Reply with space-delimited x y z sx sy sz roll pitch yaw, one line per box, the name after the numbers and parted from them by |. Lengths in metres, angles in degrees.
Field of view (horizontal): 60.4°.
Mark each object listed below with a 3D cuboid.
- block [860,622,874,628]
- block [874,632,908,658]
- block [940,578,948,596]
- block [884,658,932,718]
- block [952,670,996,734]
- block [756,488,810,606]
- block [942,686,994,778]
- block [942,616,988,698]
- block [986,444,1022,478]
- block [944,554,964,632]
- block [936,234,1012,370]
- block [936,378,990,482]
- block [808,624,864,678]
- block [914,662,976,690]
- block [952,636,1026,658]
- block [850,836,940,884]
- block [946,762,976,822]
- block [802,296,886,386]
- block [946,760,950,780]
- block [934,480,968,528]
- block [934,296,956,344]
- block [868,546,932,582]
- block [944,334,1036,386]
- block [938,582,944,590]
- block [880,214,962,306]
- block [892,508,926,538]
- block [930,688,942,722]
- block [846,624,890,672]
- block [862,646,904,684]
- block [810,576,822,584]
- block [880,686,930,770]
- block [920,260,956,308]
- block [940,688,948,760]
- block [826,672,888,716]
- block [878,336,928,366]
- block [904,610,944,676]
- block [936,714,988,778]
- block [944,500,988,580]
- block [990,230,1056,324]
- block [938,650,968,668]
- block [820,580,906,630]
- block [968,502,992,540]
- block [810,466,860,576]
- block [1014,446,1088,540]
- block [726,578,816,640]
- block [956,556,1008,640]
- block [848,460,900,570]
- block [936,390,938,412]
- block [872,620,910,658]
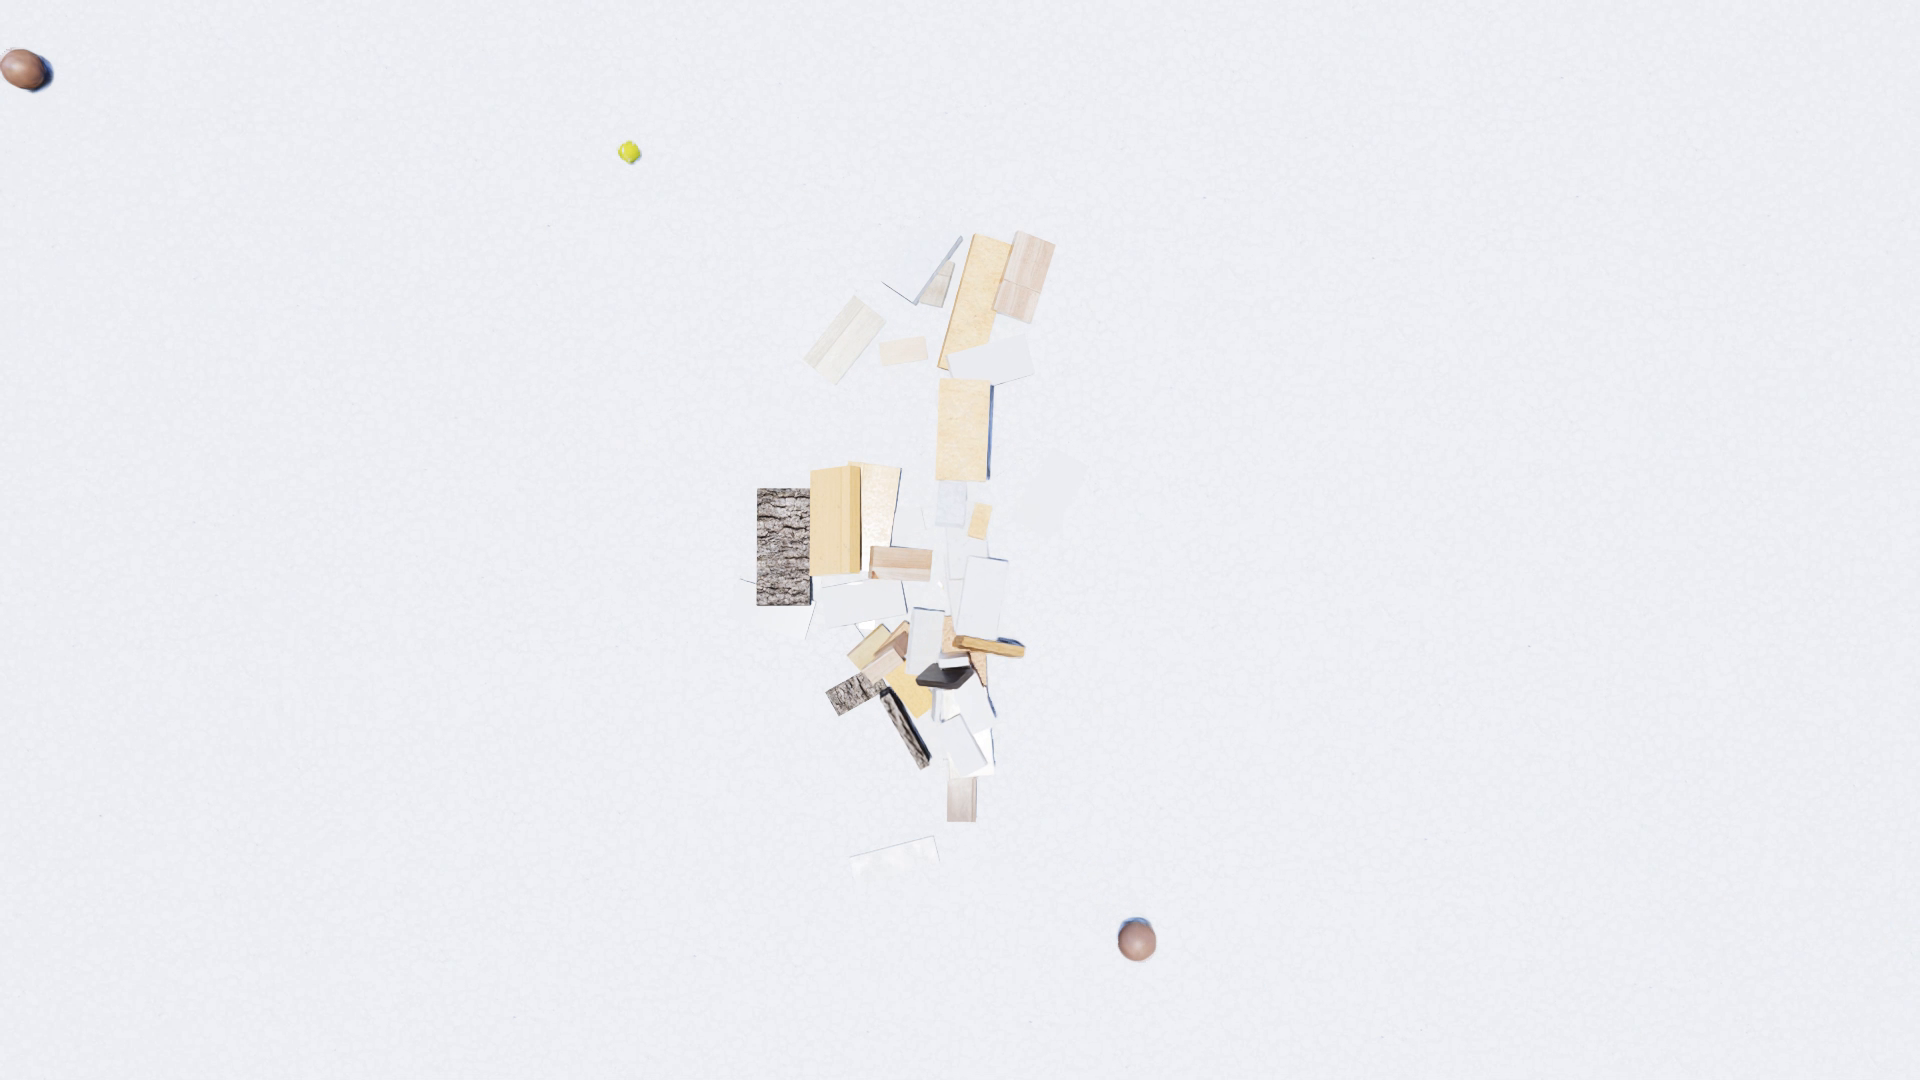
-0.307 0.247 5.493 0.048 0.014 0.095 5 90 0 | block
-0.214 0.363 5.438 0.126 0.018 0.063 -36 110 2 | block
-0.025 0.165 5.467 0.048 0.014 0.095 -24 80 -11 | block
-0.162 0.493 5.465 0.092 0.026 0.184 -36 104 0 | block
0.042 0.528 5.337 0.094 0.027 0.187 -22 89 -1 | block
-0.583 0.024 5.453 0.175 0.050 0.387 0 84 -2 | block
0.027 0.625 5.368 0.142 0.040 0.284 -5 89 0 | block
0.015 0.394 5.445 0.142 0.040 0.283 -2 76 0 | block
0.147 -0.265 5.492 0.116 0.016 0.058 -34 90 0 | block
0.027 0.170 5.445 0.129 0.037 0.258 -6 77 -7 | block
0.051 -0.774 5.460 0.137 0.039 0.458 16 89 -14 | block
0.008 -0.343 5.161 0.158 0.045 0.317 2 90 0 | block
-0.404 0.368 5.487 0.187 0.027 0.094 -36 90 0 | block
-0.050 0.441 5.343 0.094 0.187 0.027 -40 117 -36 | block
0.094 0.349 5.379 0.213 0.107 0.030 11 81 -17 | block
-0.217 1.065 5.487 0.288 0.026 0.092 -14 90 0 | block
0.005 0.835 5.459 0.096 0.027 0.193 1 90 0 | block
-0.383 -0.663 5.481 0.137 0.039 0.274 39 90 0 | block
0.004 0.750 5.486 0.096 0.027 0.193 -1 90 0 | block
-0.029 -0.128 5.438 0.094 0.027 0.187 5 58 -1 | block
-0.036 -0.725 5.489 0.078 0.022 0.156 -11 90 0 | block
-0.197 0.079 5.435 0.213 0.030 0.107 4 92 -28 | block
0.099 -0.579 5.443 0.274 0.039 0.137 -17 97 -13 | block
-0.022 0.132 5.493 0.095 0.014 0.048 -40 90 0 | block
-0.127 -0.930 5.464 0.137 0.039 0.274 36 90 15 | block
-0.303 -0.032 5.489 0.370 0.022 0.078 -12 90 0 | block
-0.078 0.537 5.441 0.016 0.058 0.116 1 106 -14 | block
-0.293 0.359 5.466 0.156 0.022 0.078 -42 112 -7 | block
-0.254 0.413 5.427 0.126 0.018 0.063 -35 110 3 | block
-0.508 0.119 5.493 0.095 0.014 0.048 5 90 0 | block
-0.182 0.618 5.420 0.038 0.134 0.270 -29 96 0 | block
-0.075 -0.854 5.473 0.078 0.022 0.156 15 85 14 | block
0.006 0.578 5.440 0.142 0.040 0.283 -3 76 0 | block
-0.344 0.501 5.487 0.187 0.027 0.094 -29 90 0 | block
-0.188 -0.629 5.489 0.156 0.022 0.078 -9 90 0 | block
-0.116 0.338 5.435 0.107 0.030 0.213 6 90 -28 | block
0.005 0.663 5.320 0.092 0.026 0.185 -28 89 17 | block
0.020 0.001 5.447 0.129 0.037 0.258 -3 77 -6 | block
0.209 -0.869 5.458 0.137 0.039 0.274 18 88 -17 | block
-0.022 0.386 5.330 0.094 0.187 0.027 -6 92 -1 | block
-0.319 0.204 5.466 0.267 0.038 0.134 -10 81 -2 | block
0.066 -0.062 5.439 0.058 0.016 0.116 14 76 -2 | block
-0.411 -0.060 5.407 0.175 0.050 0.350 -5 82 38 | block
0.302 -0.156 5.481 0.137 0.039 0.274 29 90 0 | block
-0.626 0.231 5.481 0.267 0.038 0.134 17 90 0 | block
0.069 0.190 5.384 0.129 0.037 0.258 9 88 -6 | block
-0.307 -0.075 5.453 0.175 0.050 0.350 8 90 0 | block
0.002 -0.450 5.342 0.158 0.317 0.045 1 90 0 | block
-0.209 0.350 5.470 0.078 0.022 0.156 43 86 -22 | block
